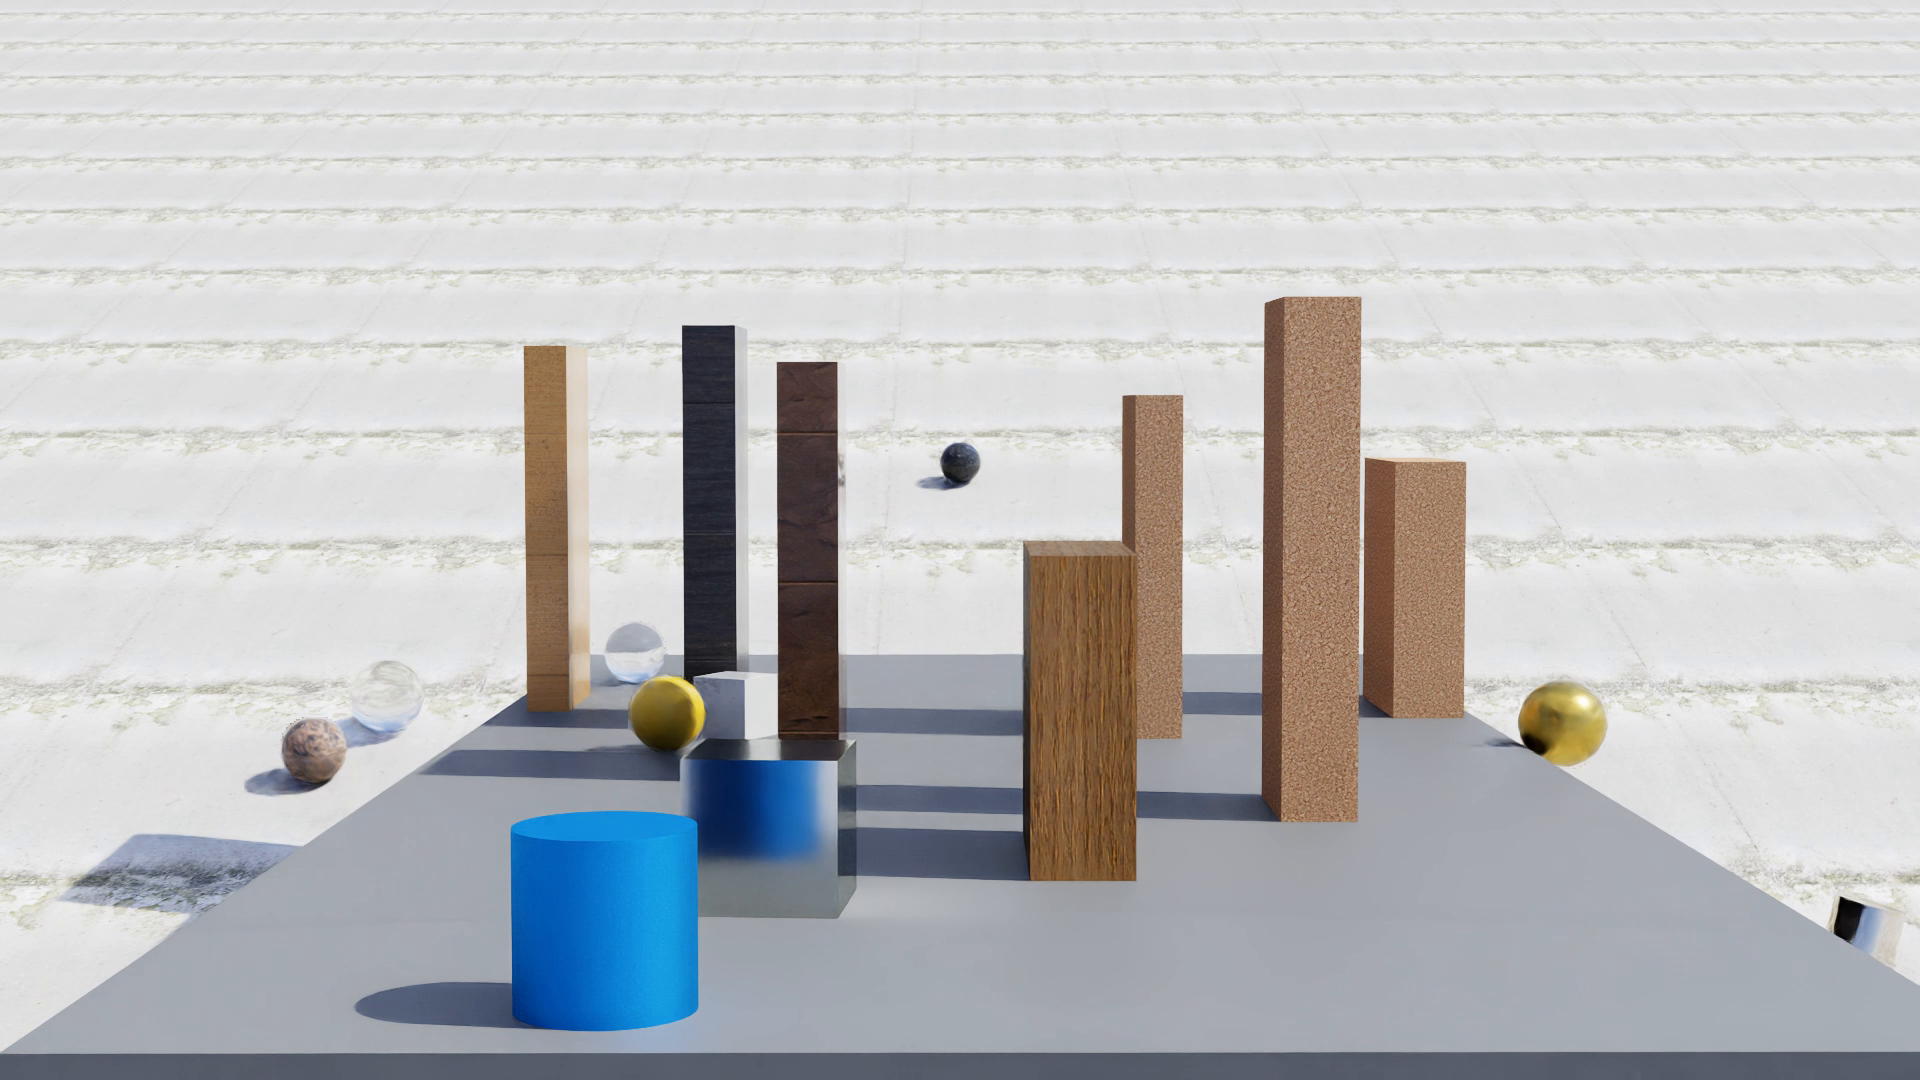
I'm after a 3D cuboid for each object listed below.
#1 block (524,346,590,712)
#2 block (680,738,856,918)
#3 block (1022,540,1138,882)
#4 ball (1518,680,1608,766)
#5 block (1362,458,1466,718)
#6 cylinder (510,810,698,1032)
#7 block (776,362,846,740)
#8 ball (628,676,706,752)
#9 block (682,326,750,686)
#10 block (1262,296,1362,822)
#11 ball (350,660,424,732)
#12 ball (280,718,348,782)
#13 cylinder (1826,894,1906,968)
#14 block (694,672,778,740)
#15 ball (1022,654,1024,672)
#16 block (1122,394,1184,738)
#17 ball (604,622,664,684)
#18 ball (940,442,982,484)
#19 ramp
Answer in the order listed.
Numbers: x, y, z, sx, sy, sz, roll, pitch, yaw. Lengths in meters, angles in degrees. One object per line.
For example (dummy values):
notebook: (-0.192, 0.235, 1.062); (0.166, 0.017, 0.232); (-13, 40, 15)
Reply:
block: (-0.854, -0.031, 5.458); (0.088, 0.756, 0.308); (0, 3, 0)
block: (-0.242, 0.366, 3.287); (0.197, 0.197, 0.197); (0, 3, 4)
block: (0.164, 0.229, 3.611); (0.142, 0.436, 0.372); (0, 3, 0)
ball: (1.126, 0.343, 4.805); (0.163, 0.163, 0.163); (0, 21, 0)
block: (0.948, 0.091, 5.384); (0.143, 0.519, 0.392); (0, 3, 0)
cylinder: (-0.374, 0.398, 2.710); (0.195, 0.195, 0.195); (0, 3, 0)
block: (-0.254, 0.048, 4.451); (0.102, 0.707, 0.316); (0, 3, 0)
ball: (-0.537, 0.318, 4.712); (0.140, 0.140, 0.140); (0, 21, 0)
block: (-0.487, -0.030, 5.143); (0.103, 0.789, 0.297); (0, 3, 0)
block: (0.548, 0.024, 4.026); (0.116, 0.799, 0.255); (0, 3, 0)
ball: (-1.406, 0.384, 6.302); (0.178, 0.178, 0.178); (0, 21, 0)
ball: (-1.521, 0.495, 6.054); (0.152, 0.152, 0.152); (0, 21, 0)
cylinder: (1.829, 0.805, 5.211); (0.141, 0.141, 0.141); (14, 2, 0)
block: (-0.431, 0.318, 4.934); (0.116, 0.116, 0.116); (2, 3, 27)
ball: (0.230, 0.254, 5.293); (0.203, 0.203, 0.203); (0, 21, 0)
block: (0.377, 0.041, 5.067); (0.090, 0.653, 0.395); (0, 3, 0)
ball: (-0.742, 0.258, 5.862); (0.137, 0.137, 0.137); (0, 21, 0)
ball: (0.001, -0.241, 7.974); (0.129, 0.129, 0.129); (0, 21, 0)
ramp: (0.049, 0.447, 4.532); (2.000, 0.100, 4.000); (0, 3, 0)
